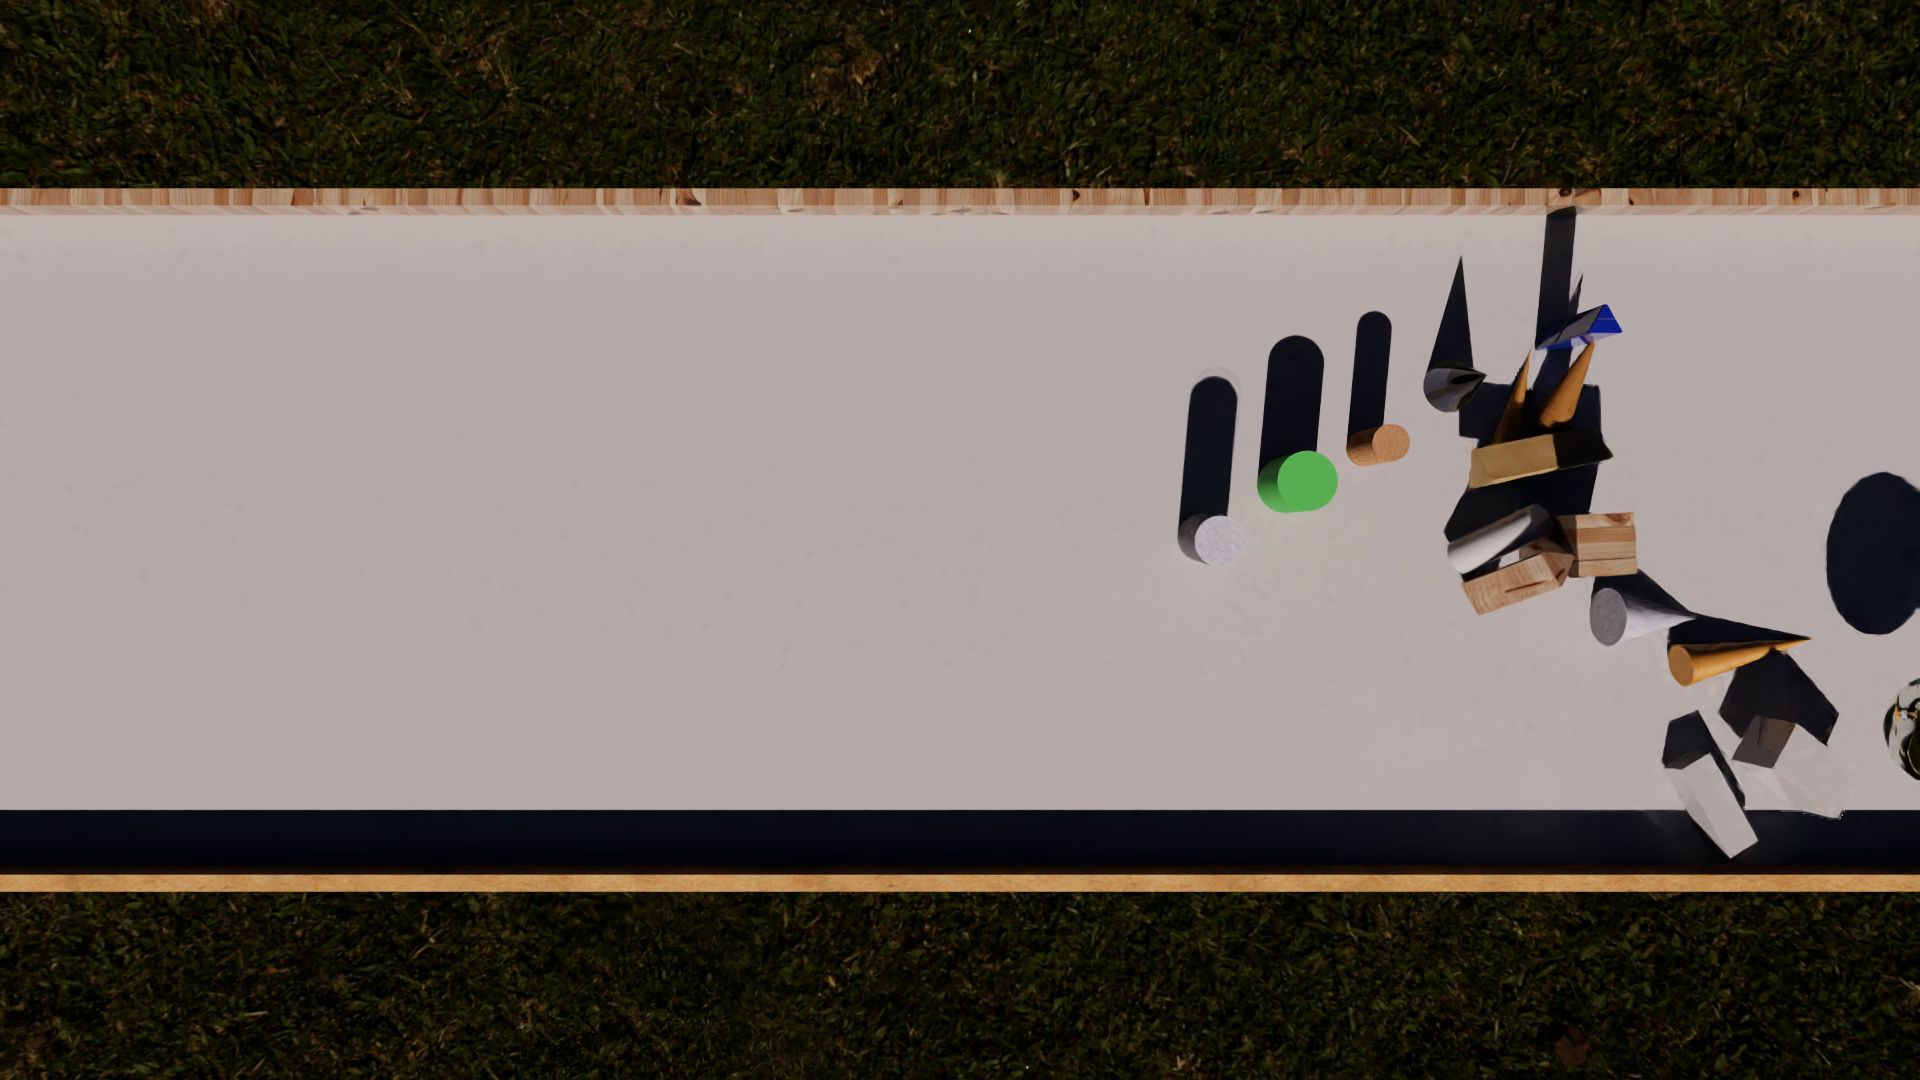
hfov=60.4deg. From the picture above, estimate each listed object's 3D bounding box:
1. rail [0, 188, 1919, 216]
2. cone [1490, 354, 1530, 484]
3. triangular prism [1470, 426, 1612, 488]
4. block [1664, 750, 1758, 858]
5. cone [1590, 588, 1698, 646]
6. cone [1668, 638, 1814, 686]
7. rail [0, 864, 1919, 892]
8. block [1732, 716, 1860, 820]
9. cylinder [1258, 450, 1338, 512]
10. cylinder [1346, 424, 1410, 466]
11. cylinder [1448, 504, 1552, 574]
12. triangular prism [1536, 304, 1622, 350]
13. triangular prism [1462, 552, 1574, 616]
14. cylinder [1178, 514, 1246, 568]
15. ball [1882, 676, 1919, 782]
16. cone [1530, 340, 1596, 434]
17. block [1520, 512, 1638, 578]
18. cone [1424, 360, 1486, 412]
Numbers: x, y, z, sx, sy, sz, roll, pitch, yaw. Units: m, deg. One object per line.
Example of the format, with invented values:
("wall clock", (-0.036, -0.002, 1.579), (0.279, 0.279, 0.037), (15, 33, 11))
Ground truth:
("rail", (-2.247, -1.025, 5.002), (12.000, 0.150, 0.050), (0, 90, 0))
("cone", (1.695, -0.388, 5.049), (0.113, 0.113, 0.417), (17, 82, 0))
("triangular prism", (1.734, -0.230, 4.914), (0.417, 0.109, 0.126), (-11, 116, -15))
("block", (2.283, 0.802, 5.018), (0.105, 0.105, 0.304), (-29, 90, -7))
("cone", (2.117, 0.237, 5.034), (0.324, 0.176, 0.176), (2, 90, -15))
("cone", (2.412, 0.342, 5.044), (0.455, 0.129, 0.129), (-10, 90, -8))
("rail", (-2.247, 1.025, 5.001), (12.000, 0.150, 0.050), (0, 90, 0))
("block", (2.507, 0.680, 4.947), (0.302, 0.156, 0.156), (35, 82, -18))
("cylinder", (1.001, -0.170, 4.912), (0.174, 0.329, 0.174), (0, 90, 0))
("cylinder", (1.242, -0.281, 4.913), (0.108, 0.326, 0.108), (0, 90, 0))
("cylinder", (1.611, -0.002, 4.930), (0.105, 0.303, 0.105), (17, 58, -31))
("triangular prism", (1.814, -0.624, 4.854), (0.091, 0.445, 0.079), (0, 90, 0))
("triangular prism", (1.659, 0.114, 4.882), (0.096, 0.384, 0.111), (-27, 85, -24))
("cylinder", (0.743, -0.002, 4.885), (0.149, 0.378, 0.149), (0, 92, 0))
("ball", (2.787, 0.536, 4.642), (0.334, 0.334, 0.334), (0, 90, 0))
("cone", (1.847, -0.485, 4.962), (0.118, 0.118, 0.328), (21, 111, 0))
("block", (1.828, 0.015, 4.891), (0.178, 0.350, 0.178), (-3, 90, -7))
("cone", (1.506, -0.473, 4.895), (0.161, 0.362, 0.161), (0, 90, 0))
